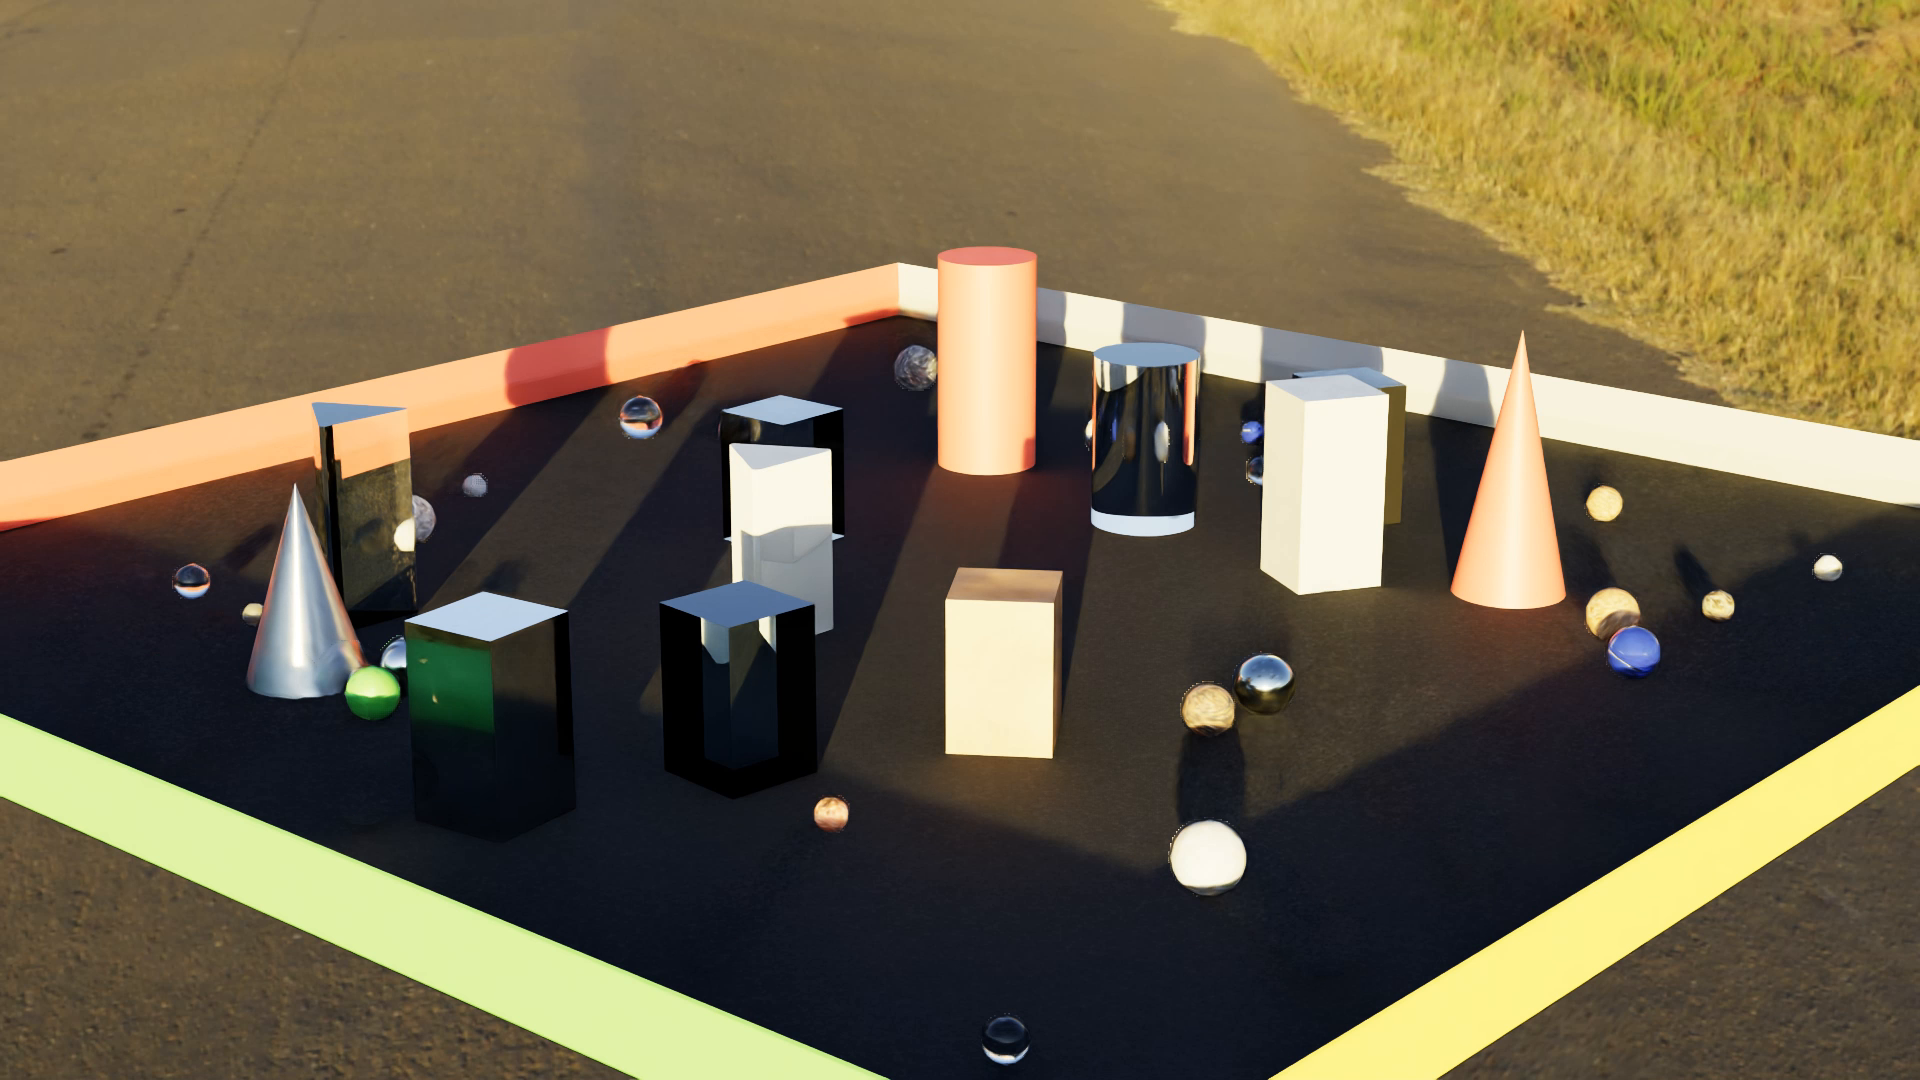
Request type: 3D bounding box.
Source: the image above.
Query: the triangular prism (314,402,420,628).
[{"bbox_3d":[-1.045,-0.047,4.988,0.150,0.360,0.173,16,23,42],"label":"triangular prism"}]

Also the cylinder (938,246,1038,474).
[{"bbox_3d":[0.055,-0.363,5.924,0.200,0.426,0.200,0,17,0],"label":"cylinder"}]

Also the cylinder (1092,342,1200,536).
[{"bbox_3d":[0.349,-0.192,5.529,0.200,0.325,0.200,0,17,0],"label":"cylinder"}]

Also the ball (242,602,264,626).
[{"bbox_3d":[-1.194,0.126,4.966,0.040,0.040,0.040,0,17,0],"label":"ball"}]

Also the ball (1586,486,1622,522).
[{"bbox_3d":[1.225,-0.069,5.571,0.067,0.067,0.067,0,17,0],"label":"ball"}]

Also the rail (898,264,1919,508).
[{"bbox_3d":[1.051,-0.317,6.279,3.234,0.130,0.045,14,22,39],"label":"rail"}]

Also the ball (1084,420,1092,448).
[{"bbox_3d":[0.299,-0.219,6.038,0.083,0.083,0.083,0,17,0],"label":"ball"}]

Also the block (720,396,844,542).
[{"bbox_3d":[-0.328,-0.122,5.436,0.160,0.246,0.160,14,22,38],"label":"block"}]

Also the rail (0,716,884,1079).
[{"bbox_3d":[-1.051,0.382,3.961,3.234,0.130,0.045,14,22,39],"label":"rail"}]

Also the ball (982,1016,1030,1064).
[{"bbox_3d":[0.053,0.584,3.421,0.056,0.056,0.056,0,17,0],"label":"ball"}]

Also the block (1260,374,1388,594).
[{"bbox_3d":[0.643,-0.100,5.184,0.160,0.348,0.160,-6,18,-18],"label":"block"}]

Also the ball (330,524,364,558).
[{"bbox_3d":[-1.120,0.001,5.348,0.061,0.061,0.061,0,17,0],"label":"ball"}]

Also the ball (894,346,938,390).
[{"bbox_3d":[-0.098,-0.385,6.562,0.099,0.099,0.099,0,17,0],"label":"ball"}]

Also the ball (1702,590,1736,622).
[{"bbox_3d":[1.289,0.113,4.985,0.055,0.055,0.055,0,17,0],"label":"ball"}]

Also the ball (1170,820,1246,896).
[{"bbox_3d":[0.329,0.421,3.884,0.100,0.100,0.100,0,17,0],"label":"ball"}]

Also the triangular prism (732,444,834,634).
[{"bbox_3d":[-0.328,0.003,4.905,0.150,0.312,0.173,15,22,41],"label":"triangular prism"}]

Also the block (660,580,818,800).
[{"bbox_3d":[-0.323,0.216,4.286,0.160,0.260,0.160,-15,22,-41],"label":"block"}]

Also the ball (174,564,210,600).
[{"bbox_3d":[-1.338,0.072,5.110,0.061,0.061,0.061,0,17,0],"label":"ball"}]

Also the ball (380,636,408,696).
[{"bbox_3d":[-0.867,0.199,4.630,0.096,0.096,0.096,0,17,0],"label":"ball"}]

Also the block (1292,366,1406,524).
[{"bbox_3d":[0.734,-0.175,5.573,0.160,0.268,0.160,-6,18,-19],"label":"block"}]

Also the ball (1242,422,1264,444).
[{"bbox_3d":[0.611,-0.223,6.113,0.049,0.049,0.049,0,17,0],"label":"ball"}]

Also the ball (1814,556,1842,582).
[{"bbox_3d":[1.542,0.051,5.206,0.047,0.047,0.047,0,17,0],"label":"ball"}]

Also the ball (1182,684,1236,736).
[{"bbox_3d":[0.378,0.259,4.458,0.080,0.080,0.080,0,17,0],"label":"ball"}]

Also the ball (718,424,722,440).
[{"bbox_3d":[-0.469,-0.227,6.091,0.069,0.069,0.069,0,17,0],"label":"ball"}]

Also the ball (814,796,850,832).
[{"bbox_3d":[-0.180,0.383,4.098,0.049,0.049,0.049,0,17,0],"label":"ball"}]

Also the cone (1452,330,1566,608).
[{"bbox_3d":[0.964,-0.136,5.090,0.200,0.470,0.200,0,17,0],"label":"cone"}]

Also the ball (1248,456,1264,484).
[{"bbox_3d":[0.598,-0.137,5.816,0.055,0.055,0.055,0,17,0],"label":"ball"}]

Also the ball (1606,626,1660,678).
[{"bbox_3d":[1.083,0.180,4.710,0.085,0.085,0.085,0,17,0],"label":"ball"}]

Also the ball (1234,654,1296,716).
[{"bbox_3d":[0.473,0.225,4.545,0.095,0.095,0.095,0,17,0],"label":"ball"}]

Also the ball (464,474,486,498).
[{"bbox_3d":[-0.948,-0.105,5.728,0.045,0.045,0.045,0,17,0],"label":"ball"}]

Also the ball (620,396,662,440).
[{"bbox_3d":[-0.669,-0.256,6.150,0.091,0.091,0.091,0,17,0],"label":"ball"}]

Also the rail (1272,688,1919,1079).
[{"bbox_3d":[1.203,0.334,4.120,0.045,0.130,3.254,14,22,39],"label":"rail"}]

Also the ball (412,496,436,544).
[{"bbox_3d":[-1.015,-0.038,5.426,0.089,0.089,0.089,0,17,0],"label":"ball"}]

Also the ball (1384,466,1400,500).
[{"bbox_3d":[0.821,-0.113,5.708,0.068,0.068,0.068,0,17,0],"label":"ball"}]

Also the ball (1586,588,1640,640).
[{"bbox_3d":[1.088,0.124,4.889,0.089,0.089,0.089,0,17,0],"label":"ball"}]

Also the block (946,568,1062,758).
[{"bbox_3d":[0.068,0.184,4.426,0.160,0.243,0.160,2,17,6],"label":"block"}]

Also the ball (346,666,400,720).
[{"bbox_3d":[-0.906,0.237,4.524,0.084,0.084,0.084,0,17,0],"label":"ball"}]

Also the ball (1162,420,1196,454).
[{"bbox_3d":[0.451,-0.210,6.034,0.070,0.070,0.070,0,17,0],"label":"ball"}]

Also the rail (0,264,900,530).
[{"bbox_3d":[-1.203,-0.269,6.120,0.045,0.130,3.254,14,22,39],"label":"rail"}]

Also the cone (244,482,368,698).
[{"bbox_3d":[-1.049,0.065,4.674,0.200,0.327,0.200,0,17,0],"label":"cone"}]

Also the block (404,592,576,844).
[{"bbox_3d":[-0.658,0.247,4.121,0.160,0.296,0.160,11,20,32],"label":"block"}]
